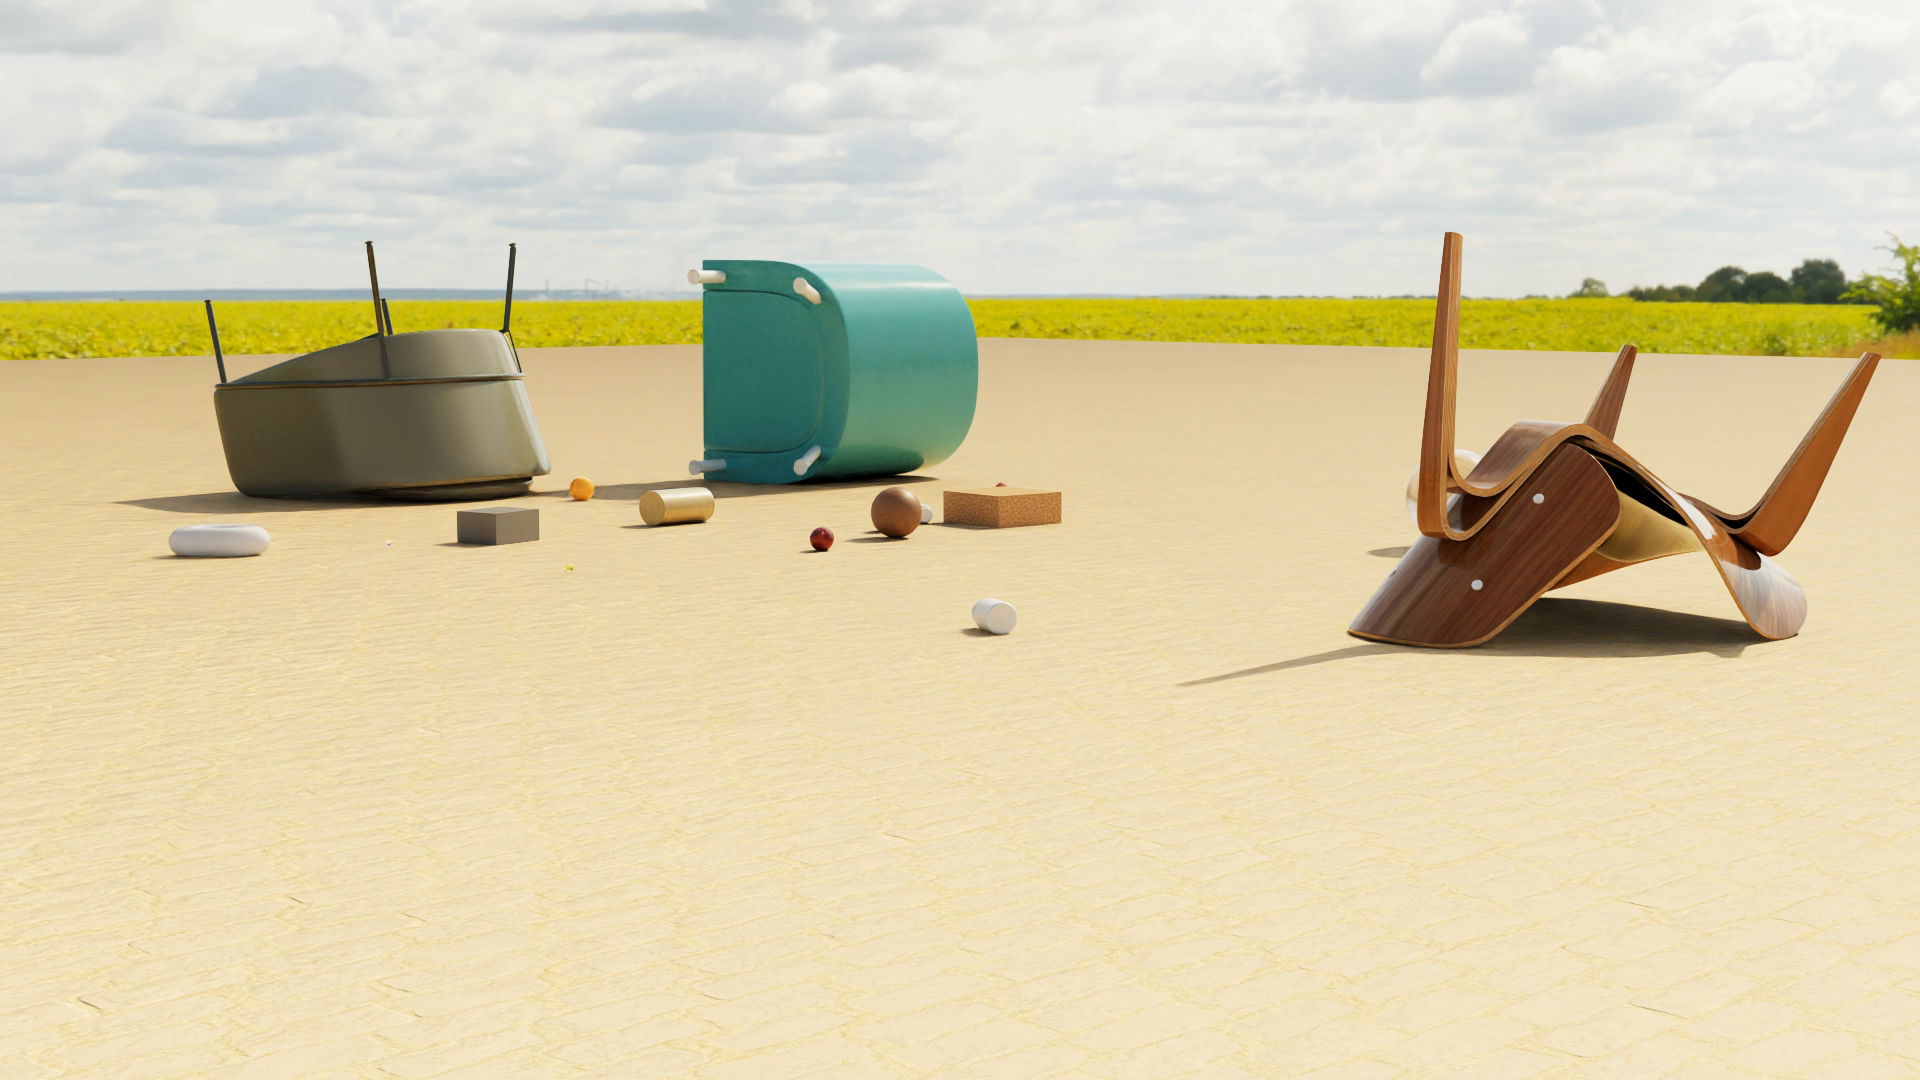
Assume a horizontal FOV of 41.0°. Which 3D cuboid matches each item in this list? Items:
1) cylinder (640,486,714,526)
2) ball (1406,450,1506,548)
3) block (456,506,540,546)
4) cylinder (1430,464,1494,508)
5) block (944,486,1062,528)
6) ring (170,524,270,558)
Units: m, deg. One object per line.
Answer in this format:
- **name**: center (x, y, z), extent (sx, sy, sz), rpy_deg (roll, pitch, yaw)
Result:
- **cylinder**: center (-0.753, -0.090, 6.831), extent (0.104, 0.093, 0.175), rpy_deg (-1, 3, 43)
- **ball**: center (1.201, -0.101, 6.223), extent (0.239, 0.239, 0.239), rpy_deg (0, 6, 0)
- **block**: center (-1.147, -0.035, 6.372), extent (0.131, 0.078, 0.154), rpy_deg (4, 7, 33)
- **cylinder**: center (1.436, -0.155, 7.342), extent (0.137, 0.114, 0.152), rpy_deg (-27, -10, 32)
- **block**: center (0.113, -0.089, 6.862), extent (0.220, 0.084, 0.229), rpy_deg (-5, 8, -39)
- **ring**: center (-1.749, 0.002, 6.059), extent (0.237, 0.070, 0.116), rpy_deg (-1, 8, -1)
